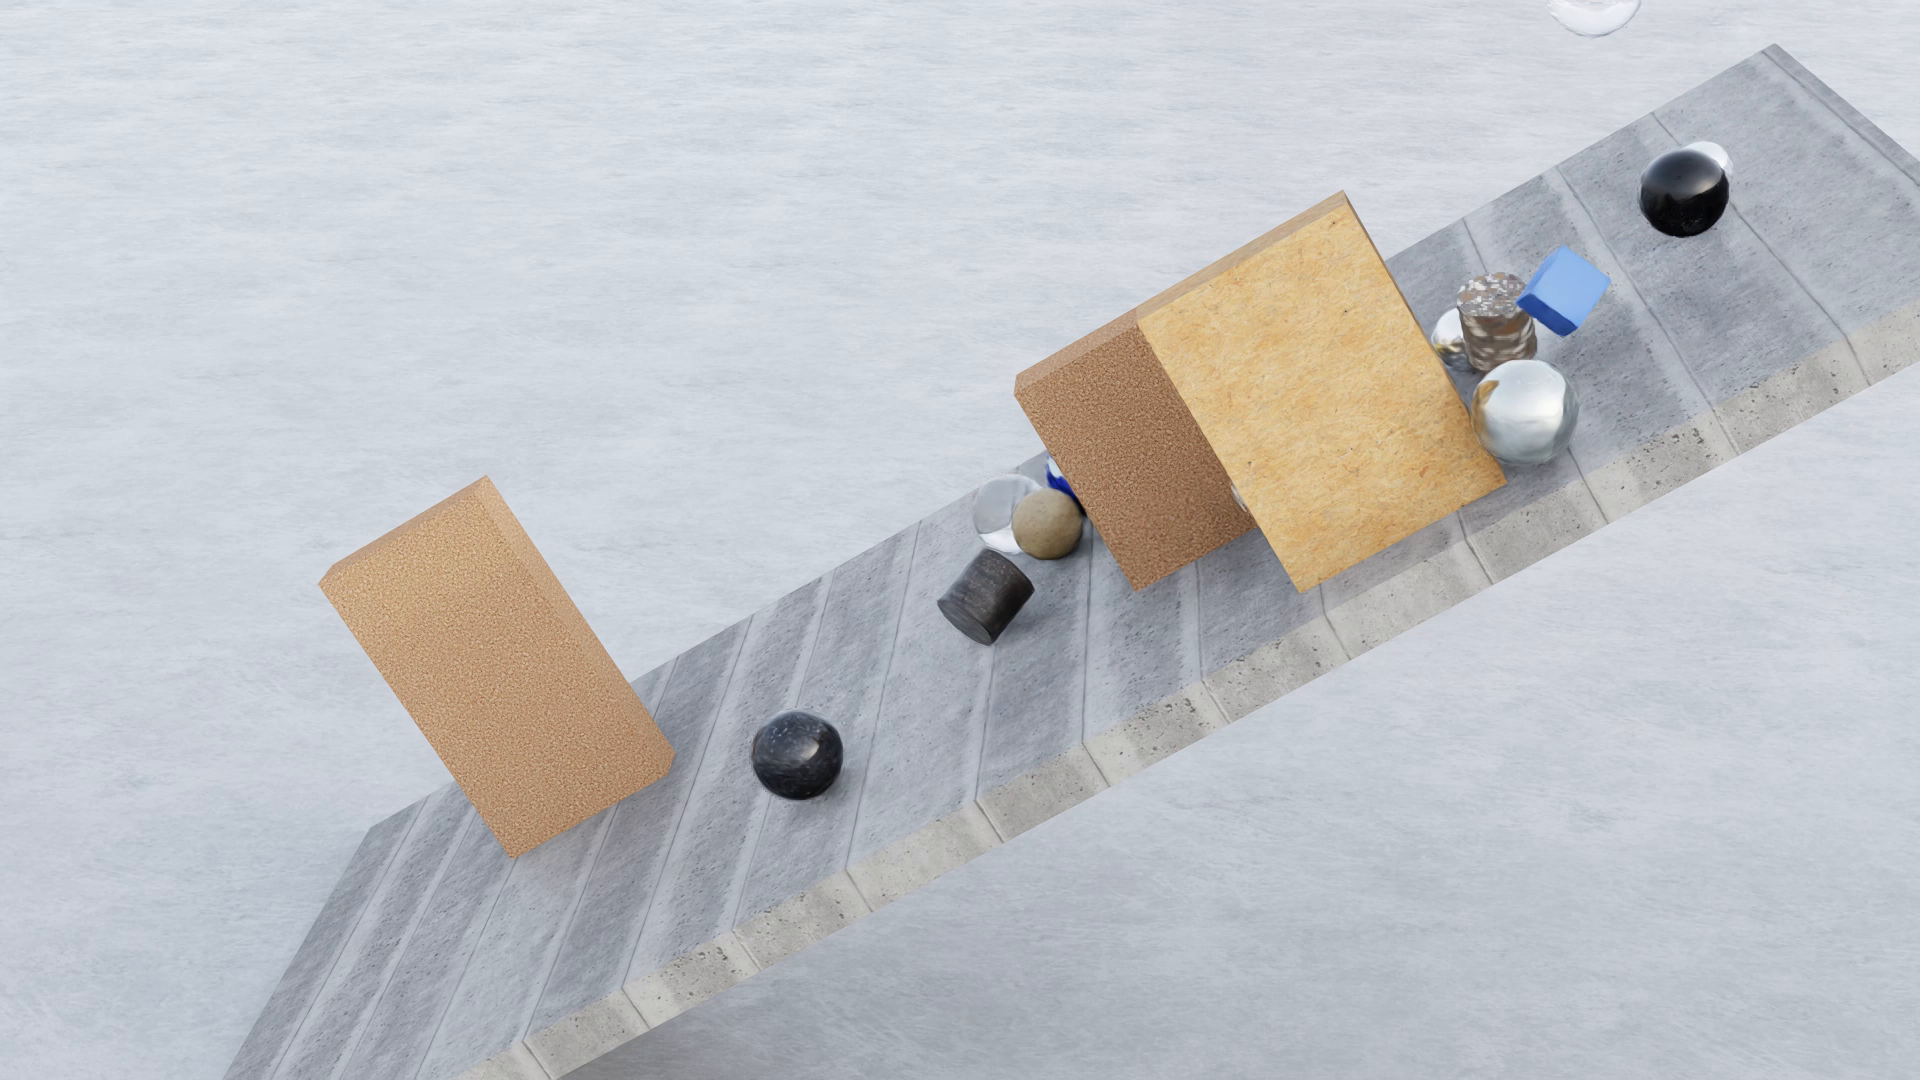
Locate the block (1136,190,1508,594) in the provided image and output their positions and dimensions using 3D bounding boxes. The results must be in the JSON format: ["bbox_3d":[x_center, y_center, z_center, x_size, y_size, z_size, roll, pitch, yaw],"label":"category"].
[{"bbox_3d":[0.647,-0.262,5.273,0.422,0.590,0.111,-29,15,12],"label":"block"}]

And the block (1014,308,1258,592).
[{"bbox_3d":[0.351,-0.179,5.841,0.280,0.476,0.141,-29,15,12],"label":"block"}]

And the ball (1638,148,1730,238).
[{"bbox_3d":[1.441,-0.692,5.860,0.178,0.178,0.178,0,19,0],"label":"ball"}]

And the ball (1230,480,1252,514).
[{"bbox_3d":[0.610,-0.120,5.736,0.164,0.164,0.164,0,19,0],"label":"ball"}]

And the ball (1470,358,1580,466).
[{"bbox_3d":[0.989,-0.224,5.153,0.187,0.187,0.187,0,19,0],"label":"ball"}]

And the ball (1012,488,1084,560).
[{"bbox_3d":[0.189,-0.033,6.335,0.157,0.157,0.157,0,19,0],"label":"ball"}]

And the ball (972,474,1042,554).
[{"bbox_3d":[0.115,-0.058,6.526,0.177,0.177,0.177,0,19,0],"label":"ball"}]

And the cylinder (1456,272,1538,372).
[{"bbox_3d":[1.038,-0.420,5.683,0.137,0.137,0.137,-12,39,10],"label":"cylinder"}]

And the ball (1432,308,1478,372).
[{"bbox_3d":[1.011,-0.401,5.889,0.131,0.131,0.131,0,19,0],"label":"ball"}]

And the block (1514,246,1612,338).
[{"bbox_3d":[1.137,-0.468,5.544,0.112,0.112,0.112,36,-7,0],"label":"block"}]

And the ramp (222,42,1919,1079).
[{"bbox_3d":[0.142,0.168,6.287,4.000,0.100,2.000,-29,15,12],"label":"ramp"}]

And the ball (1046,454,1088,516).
[{"bbox_3d":[0.286,-0.152,6.434,0.199,0.199,0.199,0,19,0],"label":"ball"}]

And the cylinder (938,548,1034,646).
[{"bbox_3d":[0.054,0.118,6.090,0.144,0.144,0.144,21,66,46],"label":"cylinder"}]

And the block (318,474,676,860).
[{"bbox_3d":[-1.030,0.290,6.577,0.423,0.768,0.126,-29,15,12],"label":"block"}]

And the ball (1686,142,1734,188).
[{"bbox_3d":[1.516,-0.752,6.004,0.124,0.124,0.124,0,19,0],"label":"ball"}]

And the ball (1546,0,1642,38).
[{"bbox_3d":[1.163,-1.012,5.393,0.178,0.178,0.178,0,19,0],"label":"ball"}]

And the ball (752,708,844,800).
[{"bbox_3d":[-0.323,0.425,5.846,0.184,0.184,0.184,0,19,0],"label":"ball"}]
